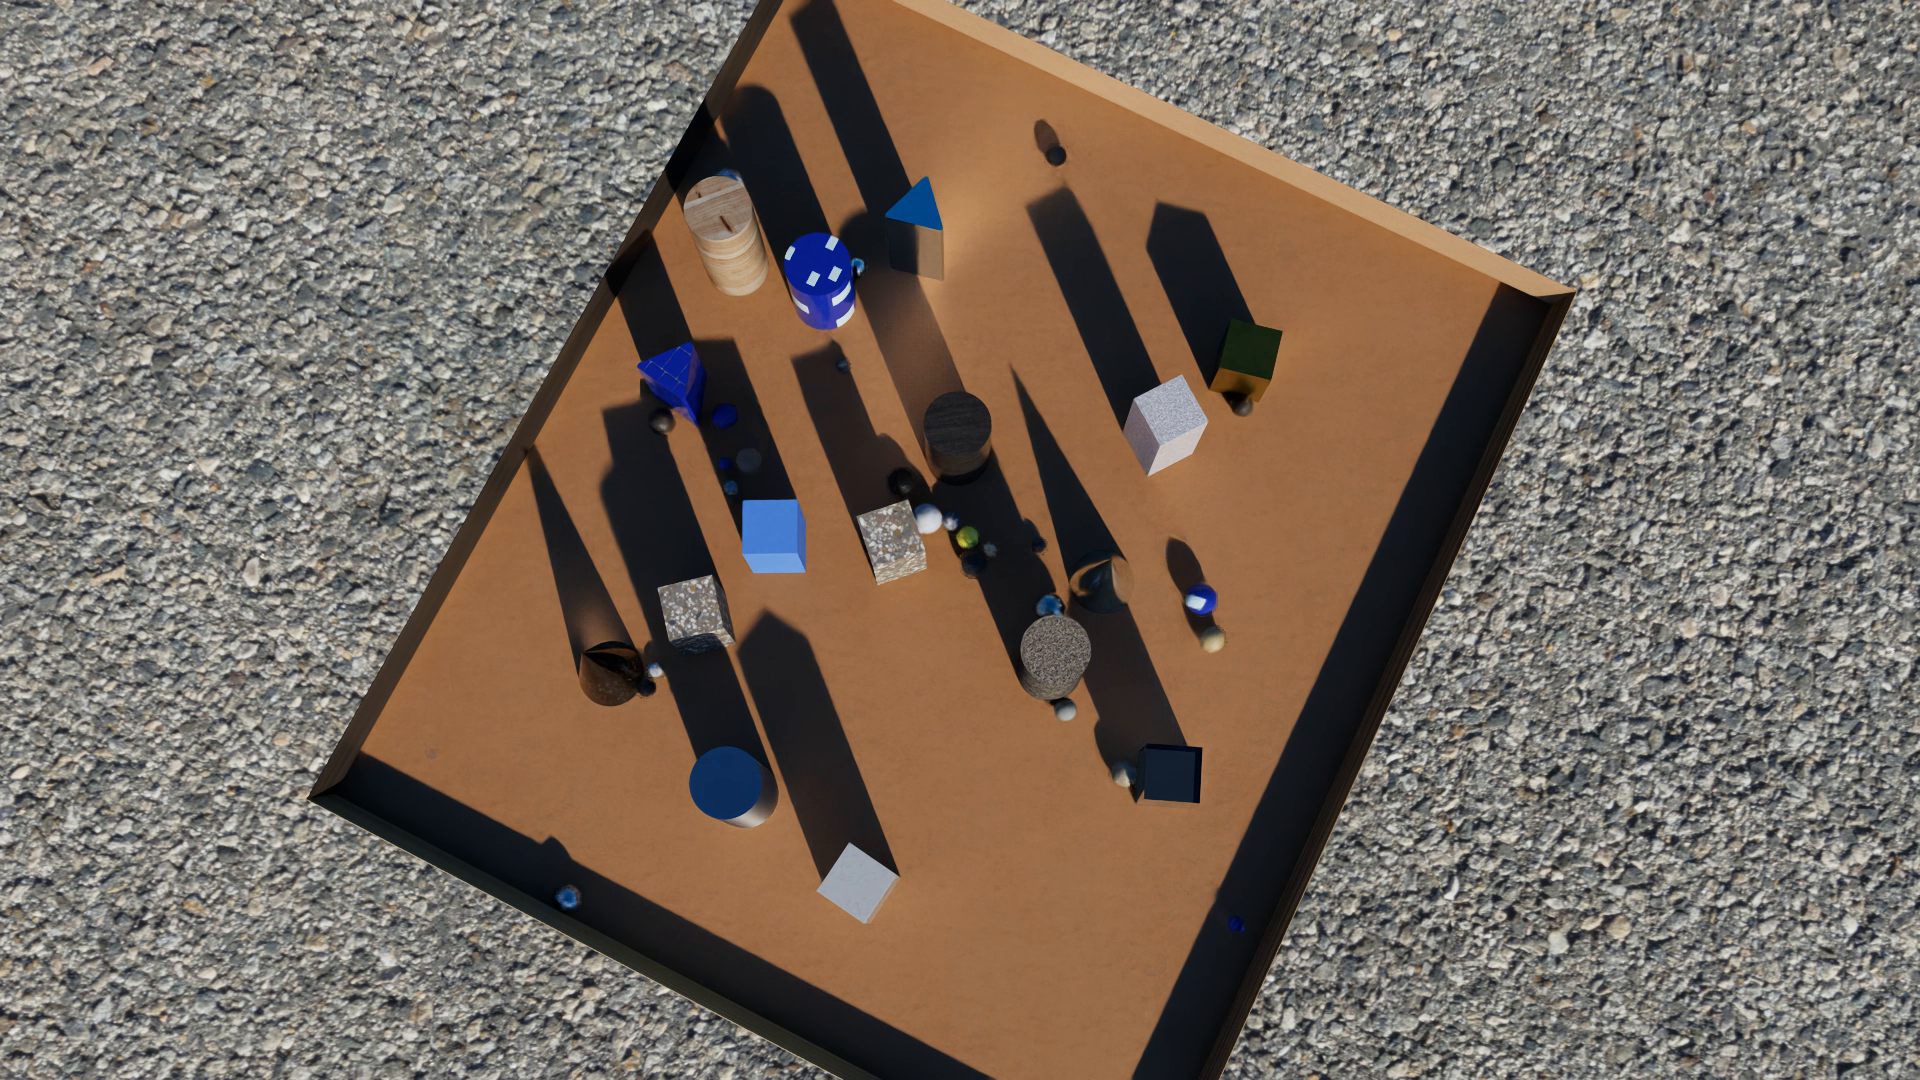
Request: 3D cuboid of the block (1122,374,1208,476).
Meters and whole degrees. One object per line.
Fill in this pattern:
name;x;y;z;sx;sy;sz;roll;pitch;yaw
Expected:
block;0.611;-0.338;5.493;0.159;0.380;0.159;-27;80;-5

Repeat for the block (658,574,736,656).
block;-0.773;0.226;5.409;0.159;0.315;0.159;-14;79;-3

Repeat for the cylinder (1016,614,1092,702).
cylinder;0.269;0.348;5.342;0.199;0.396;0.199;0;78;0

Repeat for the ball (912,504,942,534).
ball;-0.100;-0.065;5.583;0.093;0.093;0.093;0;78;0

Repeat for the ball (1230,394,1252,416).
ball;0.870;-0.416;5.668;0.067;0.067;0.067;0;78;0

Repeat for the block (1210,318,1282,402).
block;0.872;-0.547;5.607;0.159;0.240;0.159;14;79;3

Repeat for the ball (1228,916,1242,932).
ball;0.805;1.123;5.362;0.044;0.044;0.044;0;78;0

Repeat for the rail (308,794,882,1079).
rail;-0.681;1.340;5.272;2.708;0.129;0.045;26;80;5

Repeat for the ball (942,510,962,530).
ball;-0.025;-0.061;5.598;0.062;0.062;0.062;0;78;0

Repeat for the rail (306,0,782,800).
rail;-1.190;-0.576;5.669;0.045;0.129;3.092;26;80;5

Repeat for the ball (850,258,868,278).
ball;-0.323;-0.856;5.761;0.064;0.064;0.064;0;78;0

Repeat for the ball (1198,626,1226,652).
ball;0.758;0.299;5.515;0.079;0.079;0.079;0;78;0

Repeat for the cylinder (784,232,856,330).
cylinder;-0.425;-0.789;5.616;0.199;0.322;0.199;0;78;0

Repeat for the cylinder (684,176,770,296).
cylinder;-0.703;-0.914;5.558;0.199;0.485;0.199;0;78;0

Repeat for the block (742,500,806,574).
block;-0.552;-0.009;5.466;0.159;0.299;0.159;-1;78;0

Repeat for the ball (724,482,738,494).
ball;-0.701;-0.160;5.628;0.042;0.042;0.042;0;78;0

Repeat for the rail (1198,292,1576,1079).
rail;1.190;0.589;5.428;0.045;0.129;3.092;26;80;5

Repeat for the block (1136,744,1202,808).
block;0.607;0.690;5.344;0.159;0.255;0.159;4;78;1

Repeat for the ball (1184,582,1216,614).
ball;0.727;0.177;5.531;0.096;0.096;0.096;0;78;0

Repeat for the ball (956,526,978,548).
ball;0.023;-0.007;5.583;0.069;0.069;0.069;0;78;0

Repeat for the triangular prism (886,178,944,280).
triangular prism;-0.117;-0.957;5.593;0.172;0.433;0.149;14;79;3

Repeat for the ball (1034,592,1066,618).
ball;0.271;0.205;5.527;0.093;0.093;0.093;0;78;0

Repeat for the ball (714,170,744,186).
ball;-0.736;-1.122;5.798;0.099;0.099;0.099;0;78;0

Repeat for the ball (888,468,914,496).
ball;-0.180;-0.177;5.611;0.082;0.082;0.082;0;78;0

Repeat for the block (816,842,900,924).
block;-0.285;0.981;5.227;0.159;0.366;0.159;33;80;6

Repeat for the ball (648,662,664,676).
ball;-0.915;0.390;5.514;0.044;0.044;0.044;0;78;0

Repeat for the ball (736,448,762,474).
ball;-0.648;-0.244;5.627;0.079;0.079;0.079;0;78;0

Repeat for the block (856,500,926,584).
block;-0.201;0.010;5.466;0.159;0.291;0.159;-18;79;-4

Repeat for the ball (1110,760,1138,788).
ball;0.488;0.691;5.432;0.082;0.082;0.082;0;78;0

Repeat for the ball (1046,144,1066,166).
ball;0.307;-1.224;5.836;0.068;0.068;0.068;0;78;0

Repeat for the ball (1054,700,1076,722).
ball;0.314;0.509;5.478;0.065;0.065;0.065;0;78;0

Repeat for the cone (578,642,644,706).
cone;-1.052;0.359;5.316;0.199;0.442;0.199;0;78;0

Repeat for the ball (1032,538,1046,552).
ball;0.239;0.018;5.591;0.043;0.043;0.043;0;78;0

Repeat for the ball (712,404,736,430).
ball;-0.728;-0.381;5.655;0.079;0.079;0.079;0;78;0

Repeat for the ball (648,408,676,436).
ball;-0.918;-0.364;5.650;0.081;0.081;0.081;0;78;0

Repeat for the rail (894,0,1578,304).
rail;0.681;-1.326;5.824;2.708;0.129;0.045;26;80;5

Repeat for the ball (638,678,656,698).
ball;-0.939;0.444;5.496;0.057;0.057;0.057;0;78;0

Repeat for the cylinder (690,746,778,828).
cylinder;-0.639;0.710;5.227;0.199;0.475;0.199;0;78;0

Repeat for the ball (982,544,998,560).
ball;0.091;0.034;5.585;0.047;0.047;0.047;0;78;0

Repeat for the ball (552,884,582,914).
ball;-1.147;1.049;5.355;0.087;0.087;0.087;0;78;0

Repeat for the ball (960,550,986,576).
ball;0.041;0.071;5.563;0.076;0.076;0.076;0;78;0

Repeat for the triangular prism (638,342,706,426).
triangular prism;-0.839;-0.493;5.560;0.172;0.312;0.149;35;80;7

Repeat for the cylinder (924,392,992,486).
cylinder;-0.007;-0.300;5.496;0.199;0.359;0.199;0;78;0

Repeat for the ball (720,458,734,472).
ball;-0.720;-0.230;5.643;0.042;0.042;0.042;0;78;0

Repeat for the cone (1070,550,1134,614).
cone;0.433;0.091;5.415;0.199;0.358;0.199;0;78;0

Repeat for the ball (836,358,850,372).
ball;-0.367;-0.544;5.708;0.042;0.042;0.042;0;78;0
